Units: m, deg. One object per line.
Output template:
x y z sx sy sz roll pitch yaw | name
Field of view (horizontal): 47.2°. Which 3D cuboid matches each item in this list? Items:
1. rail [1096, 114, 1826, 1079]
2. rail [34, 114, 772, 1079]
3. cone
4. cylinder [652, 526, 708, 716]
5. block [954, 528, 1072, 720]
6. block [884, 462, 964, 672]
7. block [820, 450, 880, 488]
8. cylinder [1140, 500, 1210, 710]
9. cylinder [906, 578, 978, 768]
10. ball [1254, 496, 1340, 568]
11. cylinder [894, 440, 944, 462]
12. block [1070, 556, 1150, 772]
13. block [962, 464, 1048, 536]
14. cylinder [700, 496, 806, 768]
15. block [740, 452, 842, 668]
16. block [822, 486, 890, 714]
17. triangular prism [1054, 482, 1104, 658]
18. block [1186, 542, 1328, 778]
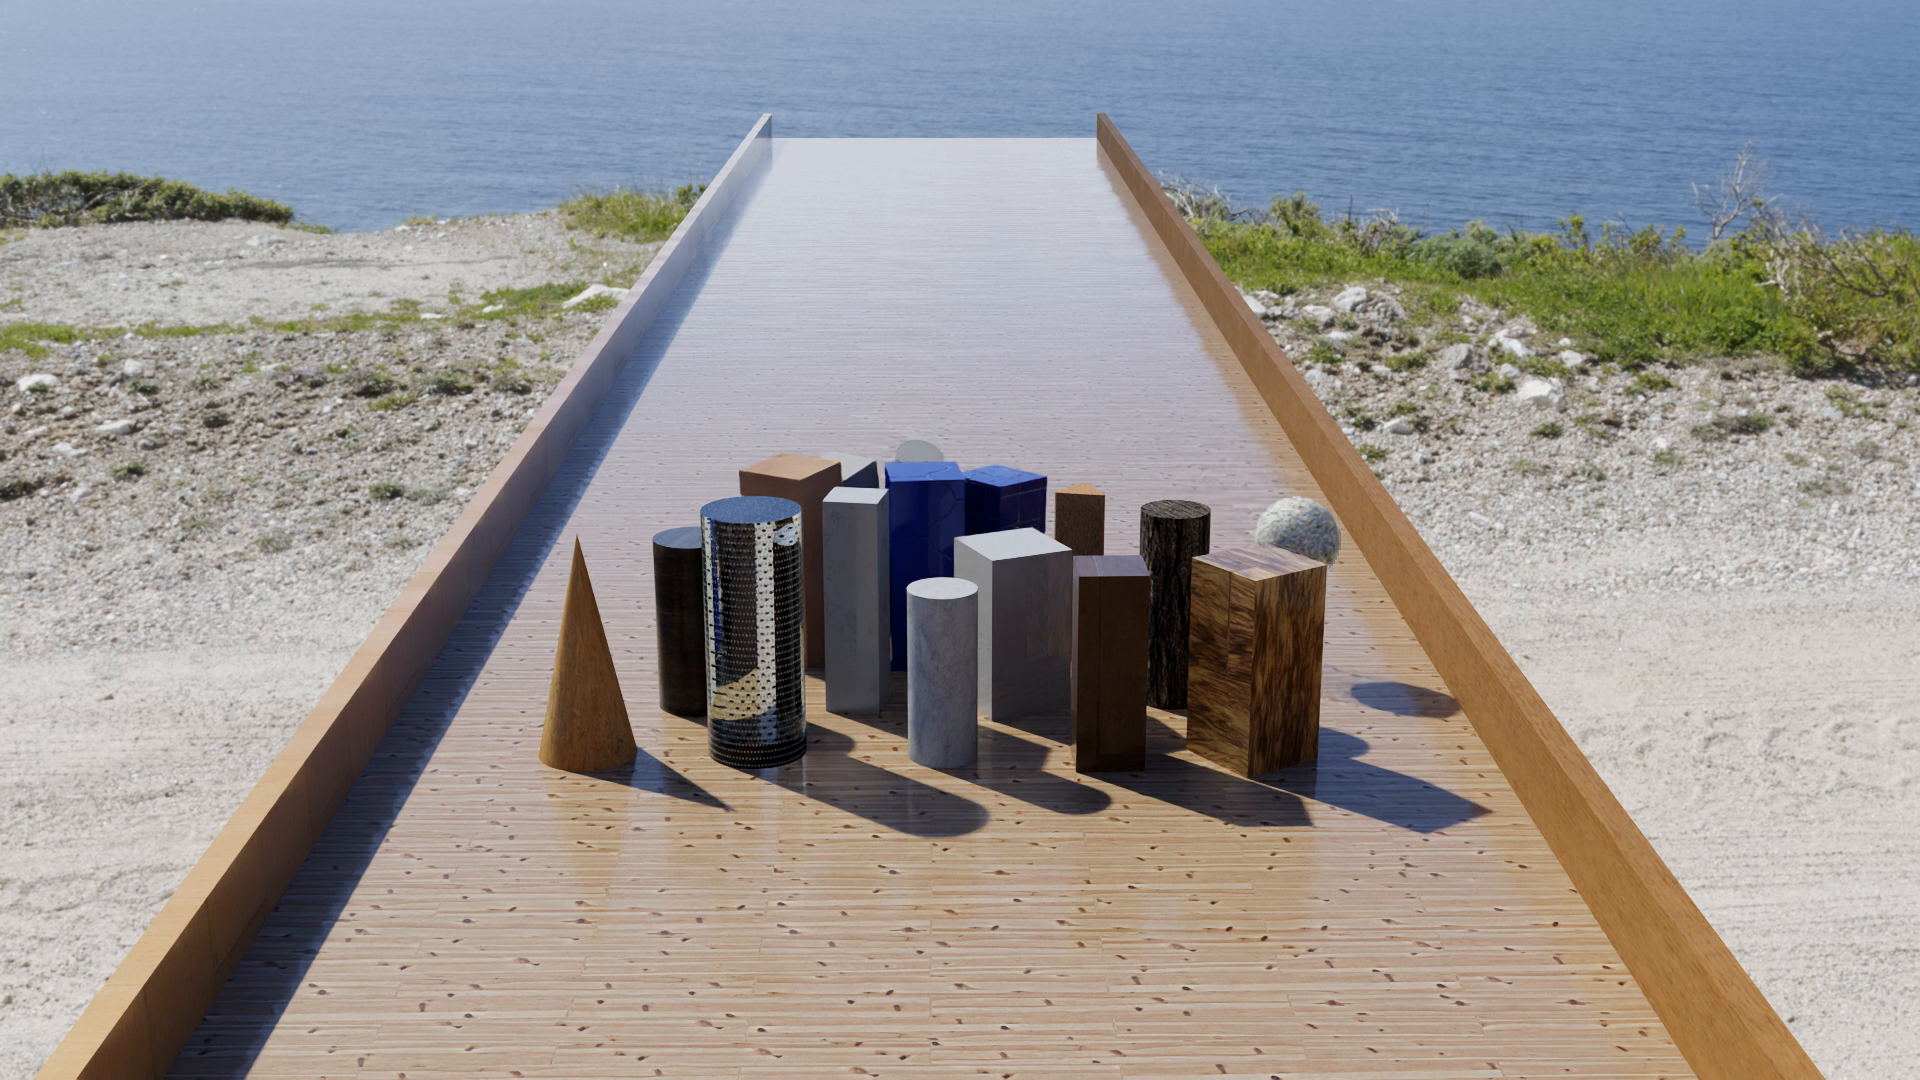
0.932 -0.844 7.801 0.050 0.150 12.000 0 17 -1 | rail
-1.118 -0.838 7.780 0.050 0.150 12.000 0 17 -1 | rail
-0.667 0.185 3.885 0.174 0.411 0.174 0 17 0 | cone
-0.499 0.153 4.136 0.145 0.329 0.145 0 17 0 | cylinder
0.099 0.156 4.155 0.165 0.312 0.165 -8 18 -24 | block
-0.071 0.051 4.374 0.143 0.388 0.143 -2 17 -6 | block
-0.234 0.011 4.532 0.118 0.358 0.118 13 32 34 | block
0.403 0.122 4.158 0.130 0.375 0.130 0 17 0 | cylinder
-0.031 0.234 3.891 0.125 0.313 0.125 0 17 0 | cylinder
0.657 -0.002 4.292 0.164 0.164 0.164 0 17 0 | ball
-0.122 -0.021 4.577 0.100 0.412 0.100 9 42 -8 | cylinder
0.262 0.217 3.866 0.122 0.360 0.122 -1 17 -2 | block
0.073 0.032 4.515 0.141 0.338 0.141 15 20 41 | block
-0.364 0.162 3.891 0.176 0.450 0.176 0 17 0 | cylinder
-0.331 0.039 4.401 0.145 0.391 0.145 10 21 29 | block
-0.193 0.114 4.123 0.103 0.411 0.103 3 17 9 | block
0.245 0.061 4.419 0.098 0.343 0.085 3 17 11 | triangular prism
0.522 0.210 3.887 0.165 0.361 0.165 -11 20 -33 | block
